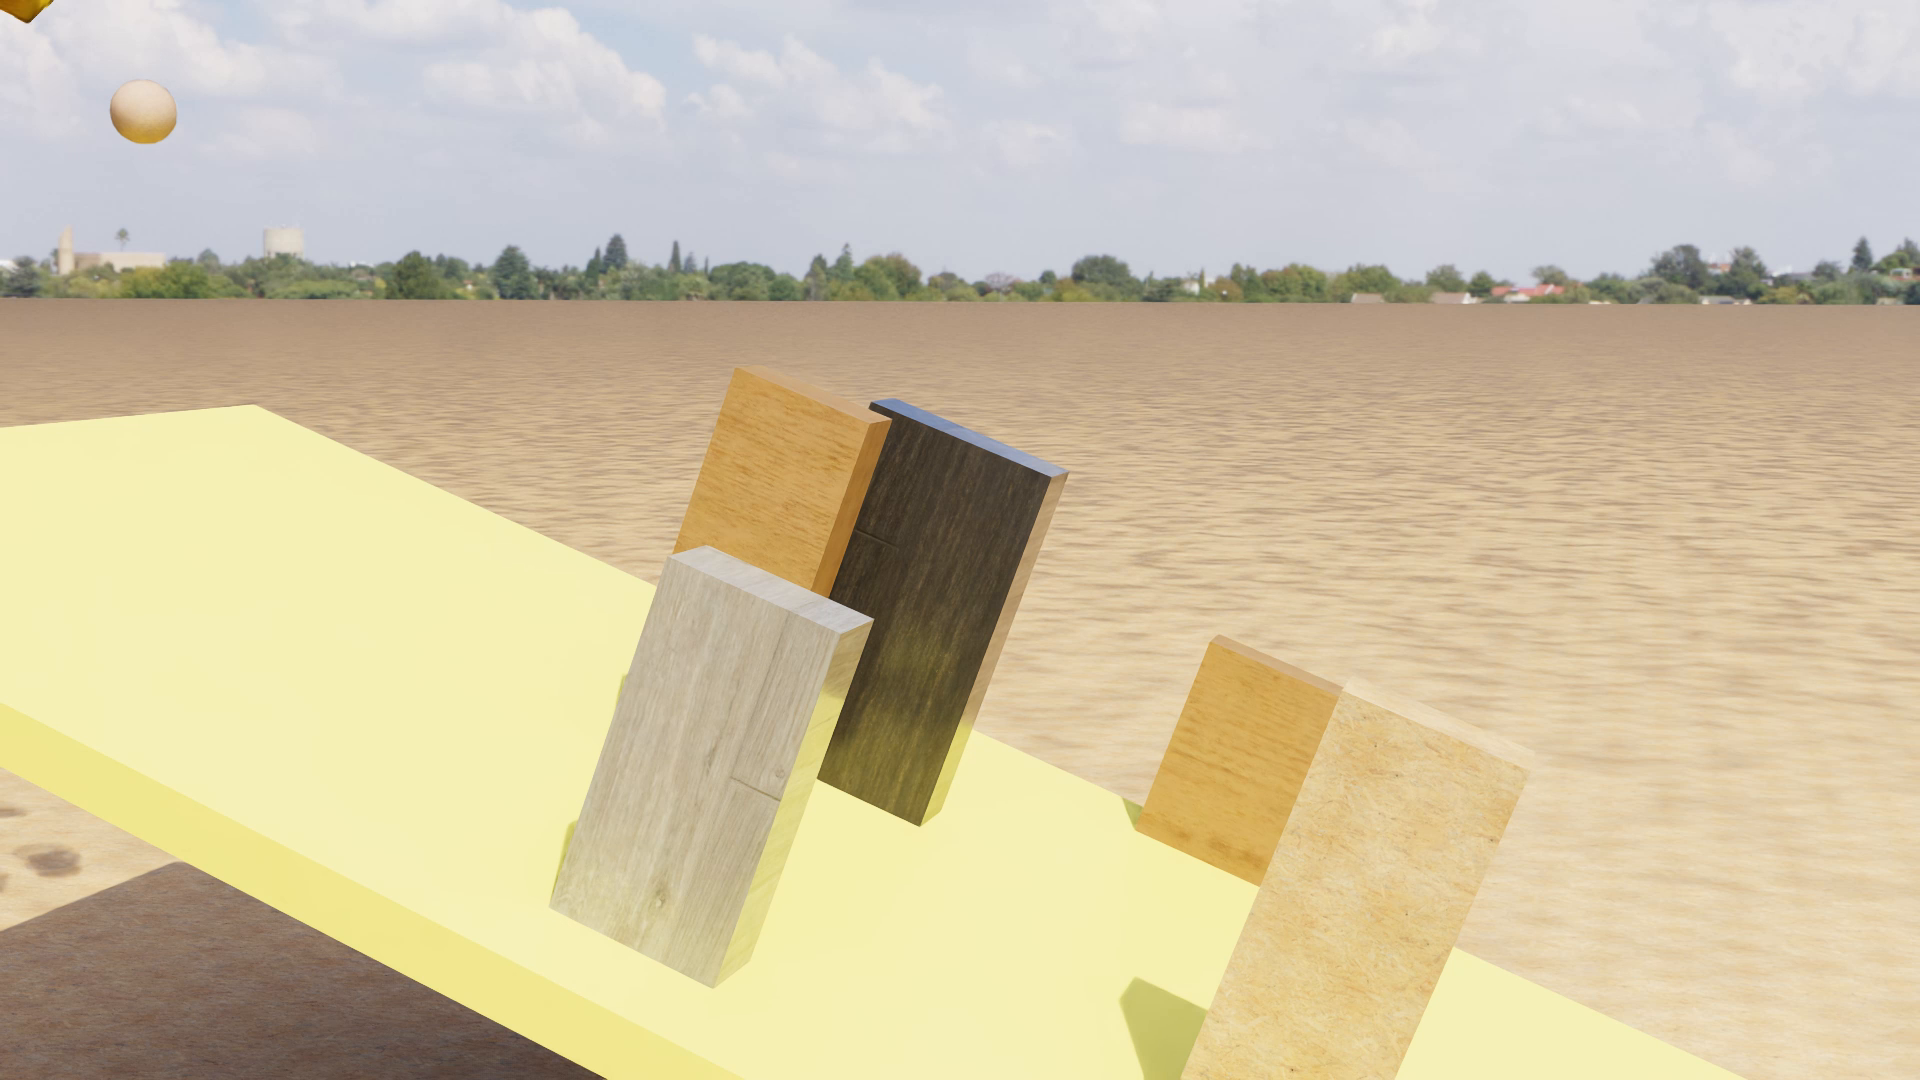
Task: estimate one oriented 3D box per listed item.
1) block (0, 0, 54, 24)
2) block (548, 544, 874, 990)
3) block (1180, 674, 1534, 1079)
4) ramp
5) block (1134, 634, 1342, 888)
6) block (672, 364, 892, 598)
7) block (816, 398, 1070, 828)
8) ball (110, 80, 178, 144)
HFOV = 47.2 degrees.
[{"bbox_3d":[-1.898,-1.207,4.427,0.192,0.192,0.192,-25,-37,31],"label":"block"},{"bbox_3d":[-0.392,0.352,3.443,0.300,0.607,0.148,23,13,13],"label":"block"},{"bbox_3d":[0.603,0.630,3.447,0.300,0.770,0.141,23,13,13],"label":"block"},{"bbox_3d":[-0.323,0.584,4.205,4.000,0.100,2.000,23,13,13],"label":"ramp"},{"bbox_3d":[0.633,0.491,4.809,0.348,0.460,0.105,23,13,13],"label":"block"},{"bbox_3d":[-0.401,0.088,4.142,0.278,0.783,0.127,23,13,13],"label":"block"},{"bbox_3d":[-0.107,0.143,4.426,0.394,0.759,0.140,23,13,13],"label":"block"},{"bbox_3d":[-1.808,-0.948,4.869,0.142,0.142,0.142,0,7,0],"label":"ball"}]
